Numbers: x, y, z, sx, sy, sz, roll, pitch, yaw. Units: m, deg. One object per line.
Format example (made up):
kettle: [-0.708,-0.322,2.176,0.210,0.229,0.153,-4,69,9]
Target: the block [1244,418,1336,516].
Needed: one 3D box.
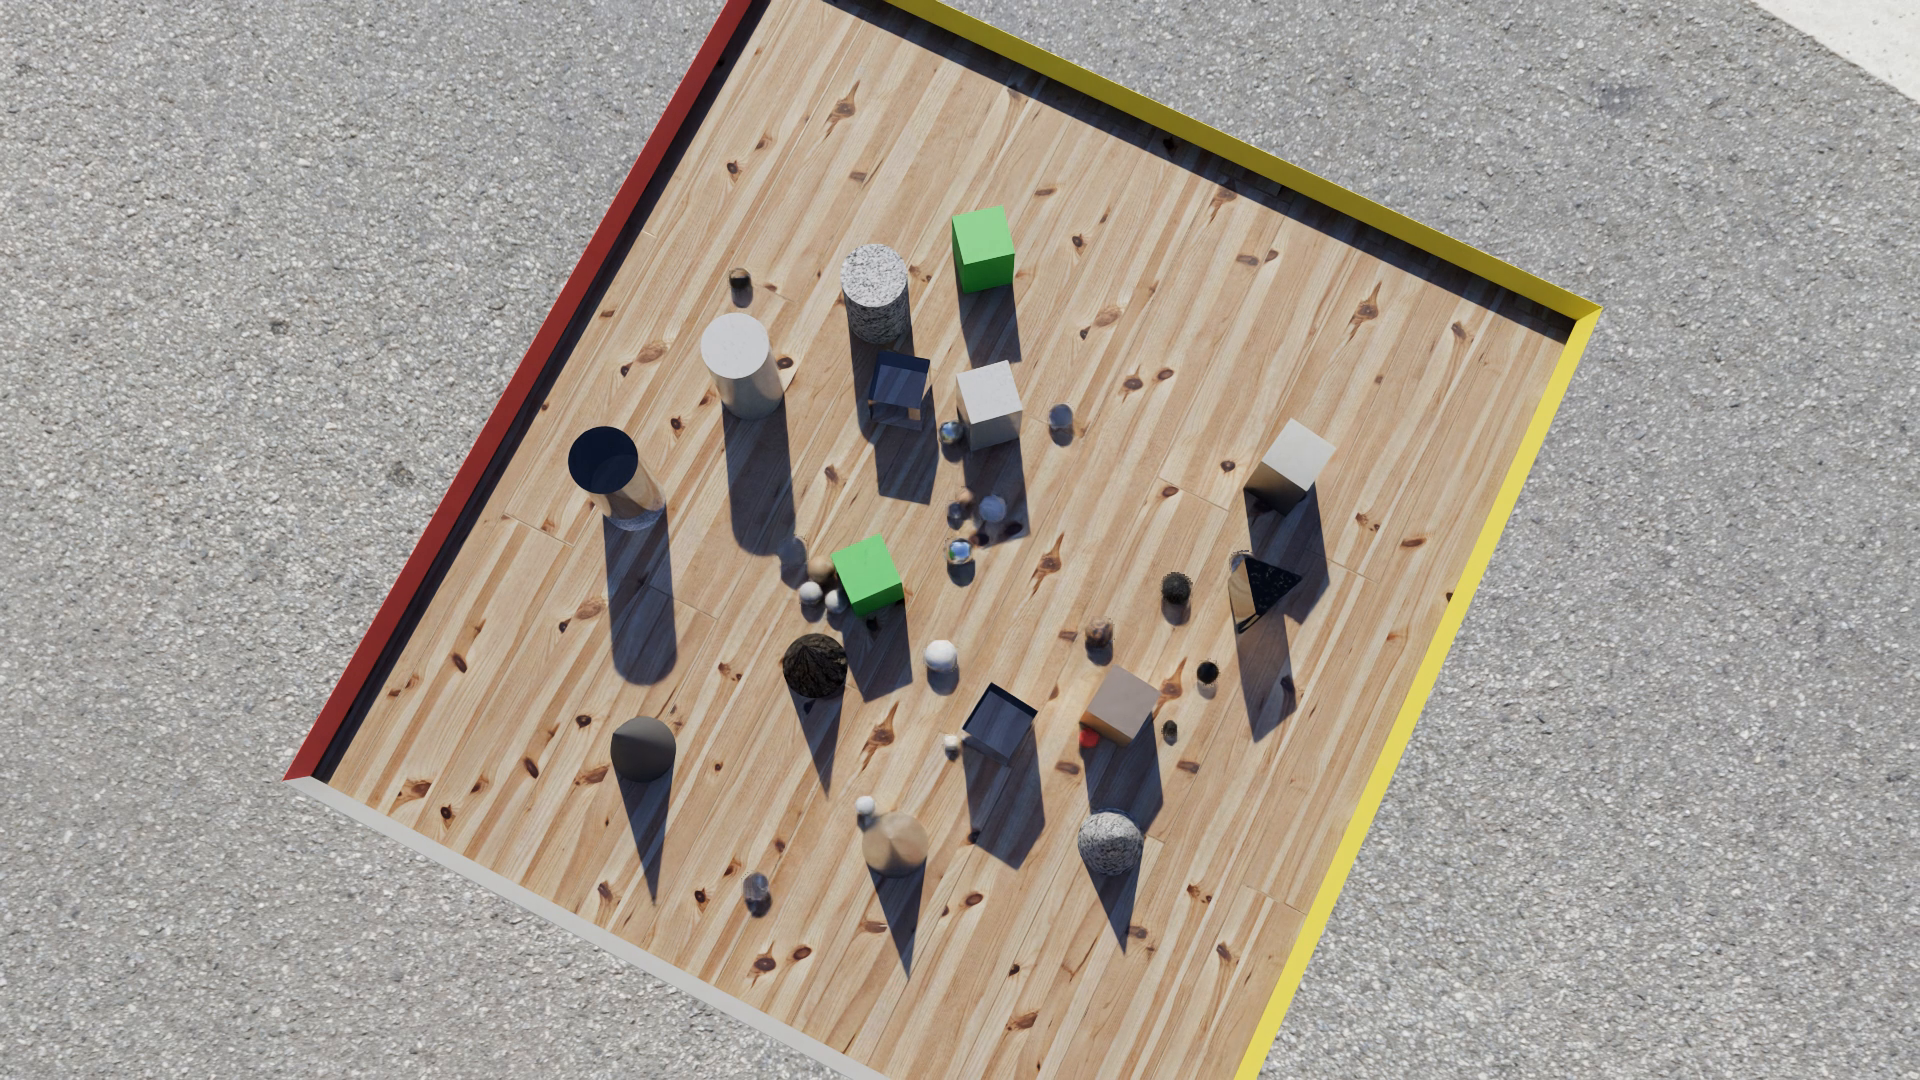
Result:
block: [0.983,-0.213,5.483,0.158,0.348,0.158,35,80,7]

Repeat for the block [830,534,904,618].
block: [-0.274,0.109,5.457,0.158,0.268,0.158,-23,79,-5]

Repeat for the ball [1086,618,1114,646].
ball: [0.419,0.277,5.516,0.085,0.085,0.085,0,78,0]

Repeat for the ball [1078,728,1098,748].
ball: [0.383,0.589,5.464,0.060,0.060,0.060,0,78,0]

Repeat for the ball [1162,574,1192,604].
ball: [0.653,0.151,5.539,0.091,0.091,0.091,0,78,0]

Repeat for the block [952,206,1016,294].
block: [0.071,-0.895,5.666,0.158,0.266,0.158,-13,79,-3]

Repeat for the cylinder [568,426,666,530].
cylinder: [-1.005,-0.175,5.400,0.198,0.494,0.198,0,78,0]

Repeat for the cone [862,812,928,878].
cone: [-0.192,0.861,5.228,0.198,0.412,0.198,0,78,0]

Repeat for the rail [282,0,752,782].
rail: [-1.272,-0.616,5.677,0.045,0.129,3.066,26,80,5]

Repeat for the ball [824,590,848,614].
ball: [-0.373,0.187,5.541,0.072,0.072,0.072,0,78,0]

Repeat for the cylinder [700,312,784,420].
cylinder: [-0.648,-0.515,5.495,0.198,0.446,0.198,0,78,0]

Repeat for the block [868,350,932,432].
block: [-0.181,-0.454,5.586,0.158,0.244,0.158,11,79,2]

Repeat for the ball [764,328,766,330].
ball: [-0.632,-0.644,5.720,0.058,0.058,0.058,0,78,0]

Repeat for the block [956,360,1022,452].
block: [0.086,-0.402,5.537,0.158,0.319,0.158,-16,79,-3]

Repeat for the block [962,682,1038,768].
block: [0.113,0.542,5.344,0.158,0.315,0.158,32,80,6]

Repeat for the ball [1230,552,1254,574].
ball: [0.859,0.079,5.559,0.081,0.081,0.081,0,78,0]

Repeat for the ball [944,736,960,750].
ball: [-0.025,0.606,5.467,0.047,0.047,0.047,0,78,0]

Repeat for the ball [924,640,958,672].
ball: [-0.057,0.347,5.494,0.099,0.099,0.099,0,78,0]

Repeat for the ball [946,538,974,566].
ball: [-0.001,0.035,5.564,0.088,0.088,0.088,0,78,0]

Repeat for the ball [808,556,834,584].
ball: [-0.421,0.091,5.555,0.084,0.084,0.084,0,78,0]

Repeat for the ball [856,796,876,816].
ball: [-0.279,0.784,5.414,0.060,0.060,0.060,0,78,0]

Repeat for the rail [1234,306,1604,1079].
rail: [1.272,0.629,5.420,0.045,0.129,3.066,26,80,5]

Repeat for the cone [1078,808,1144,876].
cone: [0.447,0.859,5.263,0.198,0.345,0.198,0,78,0]

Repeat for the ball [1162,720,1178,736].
ball: [0.628,0.561,5.478,0.044,0.044,0.044,0,78,0]

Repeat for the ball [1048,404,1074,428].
ball: [0.312,-0.383,5.656,0.077,0.077,0.077,0,78,0]

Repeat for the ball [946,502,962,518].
ball: [-0.017,-0.091,5.610,0.049,0.049,0.049,0,78,0]

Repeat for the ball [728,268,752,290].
ball: [-0.690,-0.817,5.749,0.071,0.071,0.071,0,78,0]

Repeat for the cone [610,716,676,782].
cone: [-0.949,0.577,5.247,0.198,0.490,0.198,0,78,0]

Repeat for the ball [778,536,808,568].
ball: [-0.509,0.036,5.562,0.092,0.092,0.092,0,78,0]

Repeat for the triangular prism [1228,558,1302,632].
triangular prism: [0.866,0.141,5.412,0.172,0.343,0.149,-39,81,-7]

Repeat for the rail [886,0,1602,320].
rail: [0.675,-1.315,5.822,2.891,0.129,0.045,26,80,5]

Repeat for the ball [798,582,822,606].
ball: [-0.452,0.162,5.546,0.073,0.073,0.073,0,78,0]

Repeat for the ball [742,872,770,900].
ball: [-0.597,1.014,5.367,0.078,0.078,0.078,0,78,0]

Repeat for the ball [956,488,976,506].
ball: [0.019,-0.129,5.615,0.056,0.056,0.056,0,78,0]

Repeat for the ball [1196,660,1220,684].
ball: [0.743,0.397,5.500,0.068,0.068,0.068,0,78,0]

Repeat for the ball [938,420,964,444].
ball: [-0.028,-0.332,5.647,0.075,0.075,0.075,0,78,0]

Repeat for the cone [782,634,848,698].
cone: [-0.438,0.337,5.330,0.198,0.424,0.198,0,78,0]

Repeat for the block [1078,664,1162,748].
block: [0.466,0.489,5.359,0.158,0.306,0.158,32,80,6]

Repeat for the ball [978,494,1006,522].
ball: [0.100,-0.095,5.593,0.086,0.086,0.086,0,78,0]

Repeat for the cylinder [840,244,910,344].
cylinder: [-0.255,-0.747,5.591,0.198,0.353,0.198,0,78,0]

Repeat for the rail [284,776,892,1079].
rail: [-0.675,1.329,5.275,2.891,0.129,0.045,26,80,5]
